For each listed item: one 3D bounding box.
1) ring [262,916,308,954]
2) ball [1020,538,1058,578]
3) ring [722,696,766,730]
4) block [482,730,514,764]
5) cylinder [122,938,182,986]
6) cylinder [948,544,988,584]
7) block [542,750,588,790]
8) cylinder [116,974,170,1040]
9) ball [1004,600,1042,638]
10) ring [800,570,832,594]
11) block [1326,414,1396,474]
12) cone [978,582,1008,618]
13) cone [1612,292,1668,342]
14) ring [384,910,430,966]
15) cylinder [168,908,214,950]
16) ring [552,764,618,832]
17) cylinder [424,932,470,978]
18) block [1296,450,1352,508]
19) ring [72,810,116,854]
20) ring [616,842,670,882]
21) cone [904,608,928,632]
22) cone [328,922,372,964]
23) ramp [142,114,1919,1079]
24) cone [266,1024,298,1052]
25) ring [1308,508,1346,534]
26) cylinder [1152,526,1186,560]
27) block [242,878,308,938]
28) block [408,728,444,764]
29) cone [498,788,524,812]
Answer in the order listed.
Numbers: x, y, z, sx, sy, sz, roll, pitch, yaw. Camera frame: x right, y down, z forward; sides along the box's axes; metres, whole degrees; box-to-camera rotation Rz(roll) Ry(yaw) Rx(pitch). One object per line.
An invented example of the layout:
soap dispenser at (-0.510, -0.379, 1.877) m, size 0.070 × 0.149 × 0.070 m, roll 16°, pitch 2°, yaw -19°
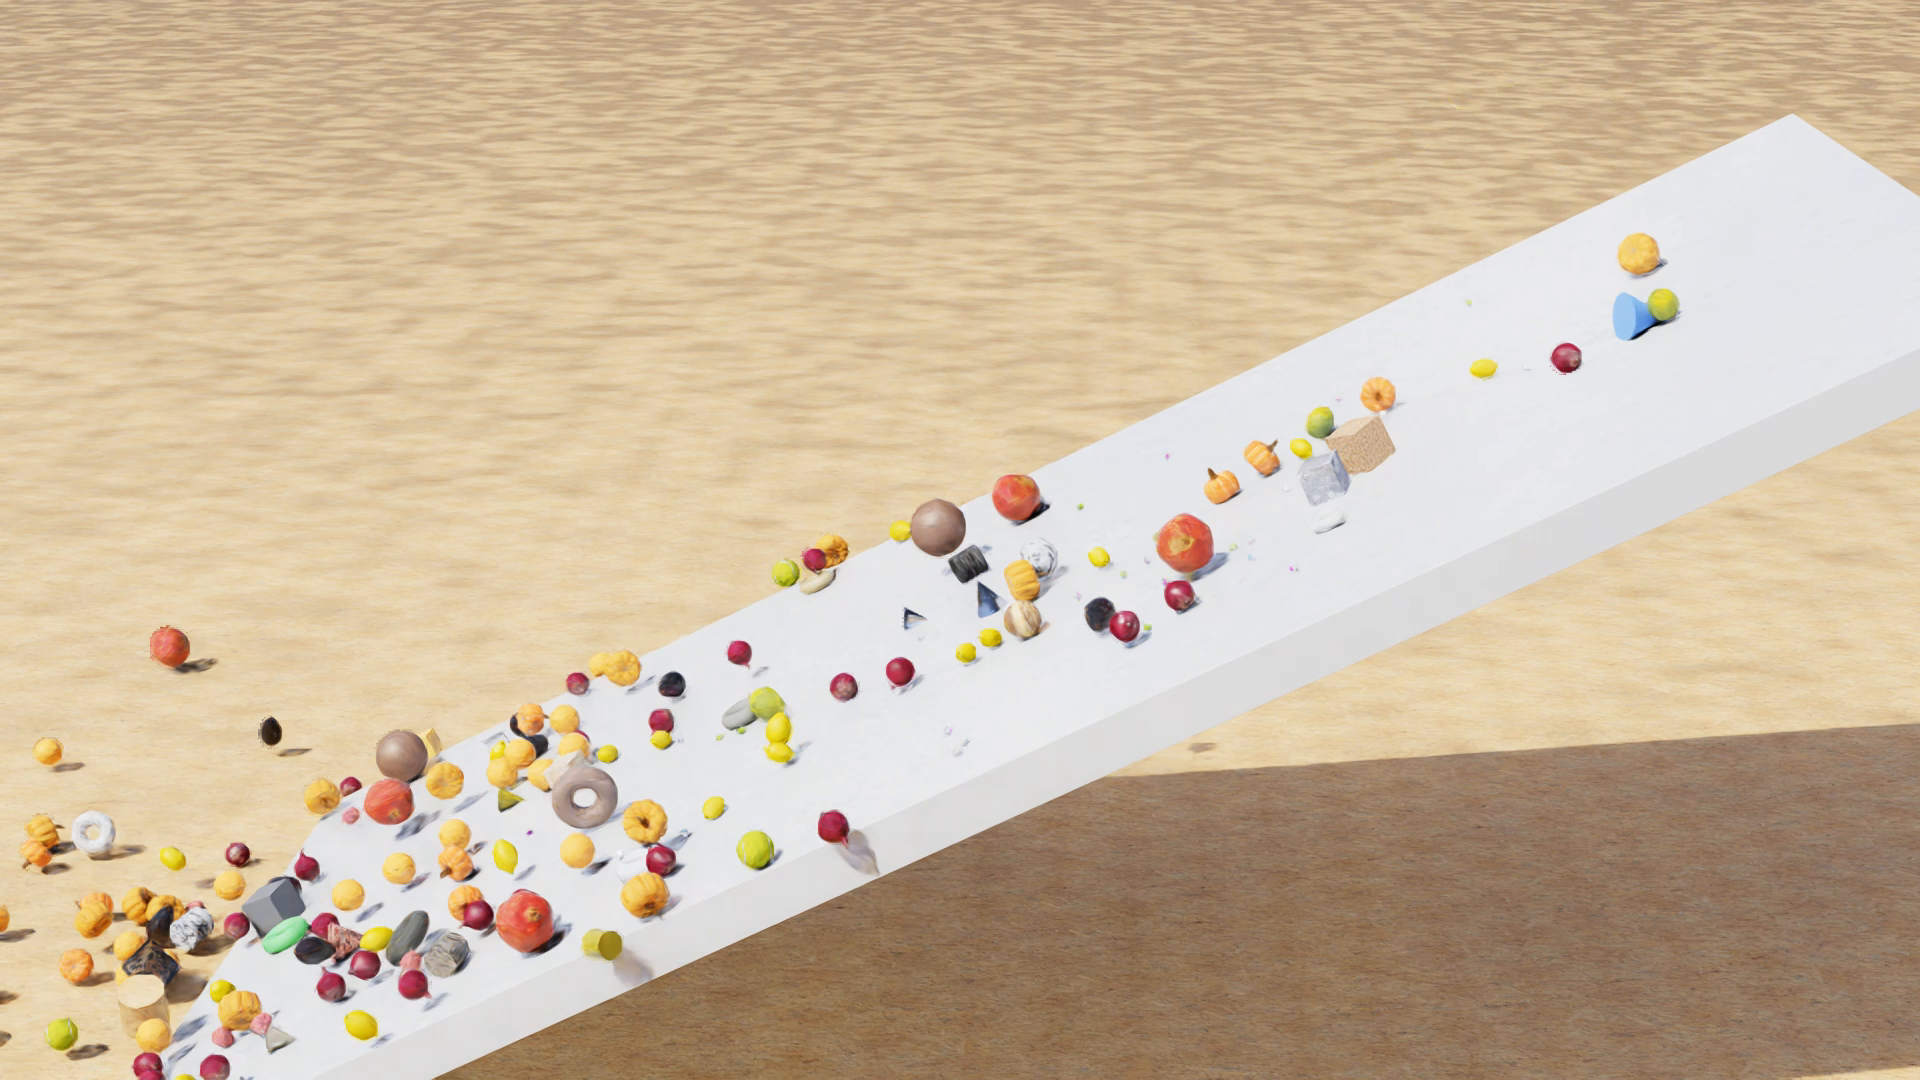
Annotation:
ring at (-1.497, 0.876, 6.524) m, size 0.109 × 0.036 × 0.109 m, roll -27°, pitch 17°, yaw 9°
ball at (0.168, 0.039, 6.256) m, size 0.084 × 0.084 × 0.084 m, roll 0°, pitch 17°, yaw 0°
ring at (-0.469, 0.375, 6.396) m, size 0.106 × 0.035 × 0.106 m, roll -27°, pitch 14°, yaw 8°
block at (-1.120, 0.503, 7.140) m, size 0.053 × 0.053 × 0.053 m, roll -31°, pitch 14°, yaw -14°
cylinder at (-1.827, 0.966, 6.642) m, size 0.093 × 0.093 × 0.093 m, roll 44°, pitch 23°, yaw 0°
cylinder at (0.018, 0.054, 6.580) m, size 0.065 × 0.065 × 0.065 m, roll -31°, pitch 26°, yaw -14°
block at (-0.870, 0.522, 6.549) m, size 0.071 × 0.071 × 0.071 m, roll -21°, pitch 15°, yaw 27°
cylinder at (-1.720, 0.984, 6.197) m, size 0.098 × 0.098 × 0.098 m, roll 2°, pitch 37°, yaw -1°
ball at (0.126, 0.161, 5.951) m, size 0.078 × 0.078 × 0.078 m, roll 0°, pitch 17°, yaw 0°
ring at (-0.351, 0.104, 7.184) m, size 0.090 × 0.030 × 0.090 m, roll -26°, pitch 12°, yaw 6°
block at (0.806, -0.191, 5.923) m, size 0.085 × 0.085 × 0.085 m, roll -37°, pitch 16°, yaw -34°
cone at (0.053, 0.116, 6.265) m, size 0.073 × 0.073 × 0.073 m, roll -26°, pitch 14°, yaw 7°
cone at (1.369, -0.447, 5.872) m, size 0.098 × 0.098 × 0.098 m, roll -3°, pitch 17°, yaw -15°
ring at (-1.123, 0.808, 5.978) m, size 0.042 × 0.125 × 0.125 m, roll 36°, pitch 9°, yaw -16°
cylinder at (-1.801, 0.911, 6.895) m, size 0.075 × 0.075 × 0.075 m, roll 6°, pitch 20°, yaw 18°
ring at (-0.786, 0.540, 6.160) m, size 0.141 × 0.141 × 0.047 m, roll -6°, pitch 1°, yaw -19°
cylinder at (-1.003, 0.811, 5.750) m, size 0.066 × 0.066 × 0.066 m, roll 4°, pitch 22°, yaw 14°
block at (0.724, -0.122, 5.852) m, size 0.074 × 0.074 × 0.074 m, roll -21°, pitch 15°, yaw 24°
ring at (-2.188, 0.740, 7.429) m, size 0.110 × 0.110 × 0.037 m, roll -1°, pitch -3°, yaw -2°
ring at (-0.620, 0.630, 5.743) m, size 0.114 × 0.038 × 0.114 m, roll -25°, pitch 14°, yaw 7°
cone at (-0.094, 0.174, 6.443) m, size 0.053 × 0.053 × 0.053 m, roll 0°, pitch 17°, yaw 0°
cone at (-1.283, 0.847, 6.215) m, size 0.087 × 0.087 × 0.087 m, roll -4°, pitch 17°, yaw -24°
ramp at (0.139, 0.168, 6.281) m, size 4.000 × 0.100 × 2.000 m, roll -25°, pitch 14°, yaw 10°
cone at (-1.340, 0.989, 5.830) m, size 0.056 × 0.056 × 0.056 m, roll 0°, pitch 17°, yaw 2°
ring at (0.709, -0.038, 5.674) m, size 0.077 × 0.026 × 0.077 m, roll -25°, pitch 15°, yaw 7°
cylinder at (0.427, 0.006, 5.996) m, size 0.053 × 0.053 × 0.053 m, roll -26°, pitch 14°, yaw 7°
block at (-1.560, 0.836, 6.689) m, size 0.086 × 0.086 × 0.086 m, roll -21°, pitch 15°, yaw 27°
block at (-1.367, 0.526, 7.521) m, size 0.058 × 0.058 × 0.058 m, roll -24°, pitch 13°, yaw 16°
cone at (-1.015, 0.589, 6.678) m, size 0.057 × 0.057 × 0.057 m, roll 0°, pitch 17°, yaw 2°
